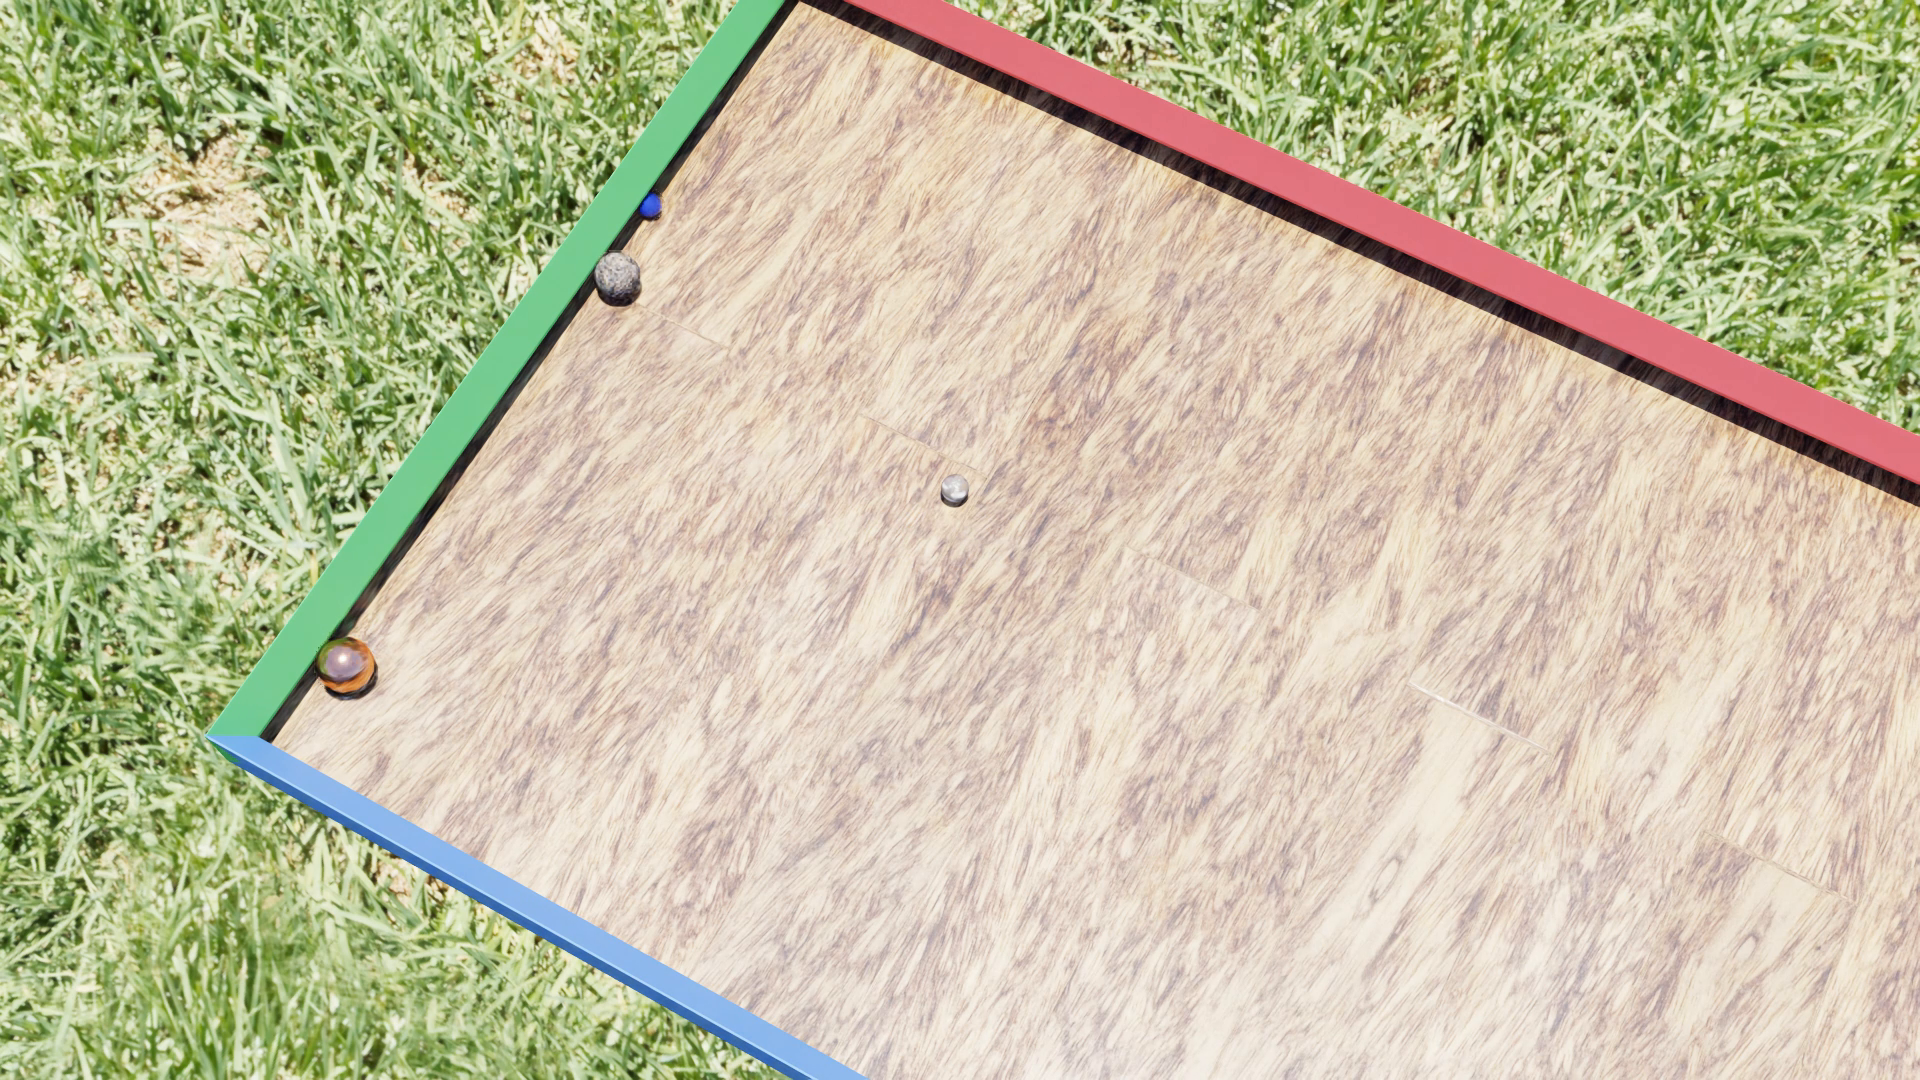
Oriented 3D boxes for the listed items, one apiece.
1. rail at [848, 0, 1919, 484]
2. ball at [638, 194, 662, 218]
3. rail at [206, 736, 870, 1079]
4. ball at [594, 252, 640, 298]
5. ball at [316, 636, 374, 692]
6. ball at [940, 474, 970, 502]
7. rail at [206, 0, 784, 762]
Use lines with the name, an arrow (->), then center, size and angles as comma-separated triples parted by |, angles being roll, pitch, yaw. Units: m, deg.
rail -> 1.131, -0.326, 3.665 | 3.309, 0.114, 0.045 | 27, 69, 11
ball -> -0.539, -0.581, 3.820 | 0.042, 0.042, 0.042 | 0, 66, 0
rail -> 0.320, 1.026, 3.059 | 3.309, 0.114, 0.045 | 27, 69, 11
ball -> -0.583, -0.450, 3.742 | 0.077, 0.077, 0.077 | 0, 66, 0
ball -> -0.963, 0.195, 3.447 | 0.088, 0.088, 0.088 | 0, 66, 0
ball -> -0.008, -0.085, 3.595 | 0.047, 0.047, 0.047 | 0, 66, 0
rail -> -0.705, -0.365, 3.682 | 0.045, 0.114, 1.736 | 27, 69, 11
